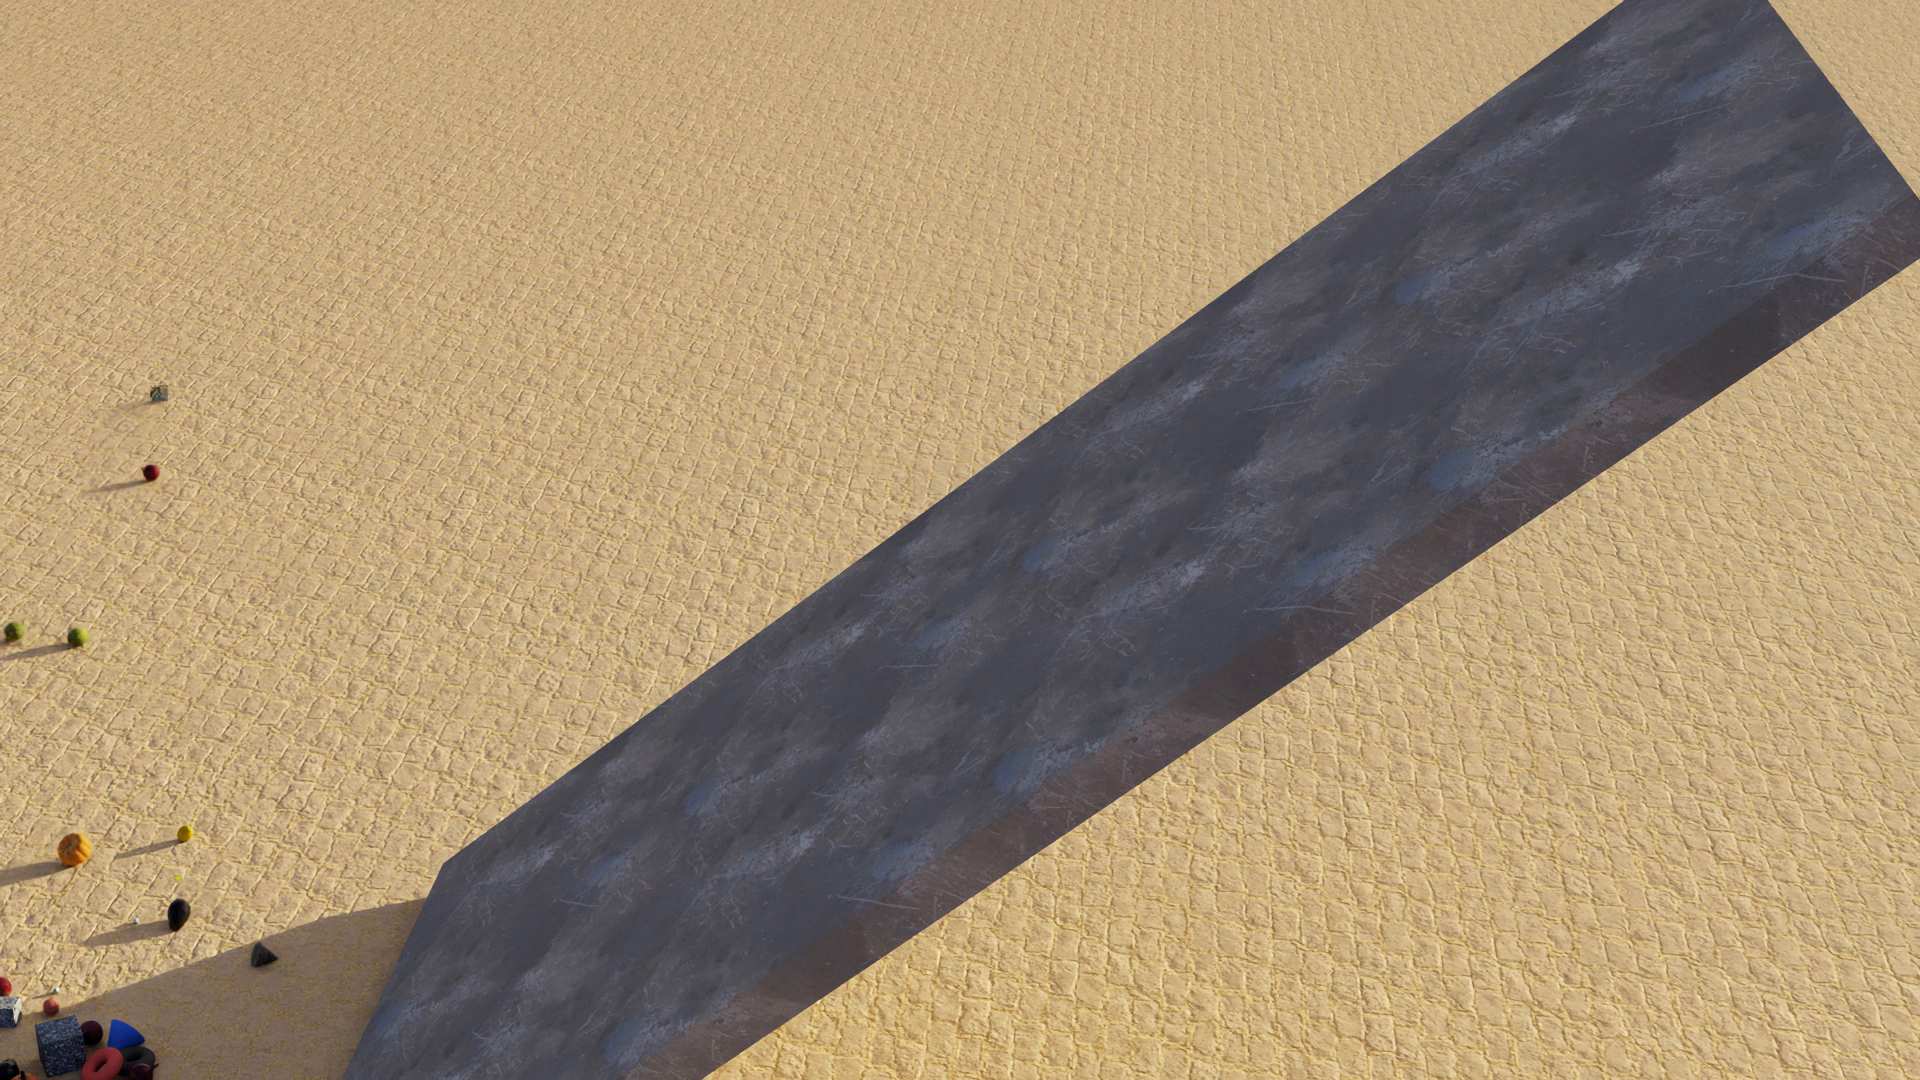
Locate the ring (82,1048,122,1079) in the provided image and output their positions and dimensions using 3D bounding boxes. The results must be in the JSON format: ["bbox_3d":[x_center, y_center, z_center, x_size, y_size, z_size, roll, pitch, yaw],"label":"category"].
[{"bbox_3d":[-2.057,1.264,7.050,0.110,0.037,0.110,-19,37,15],"label":"ring"}]

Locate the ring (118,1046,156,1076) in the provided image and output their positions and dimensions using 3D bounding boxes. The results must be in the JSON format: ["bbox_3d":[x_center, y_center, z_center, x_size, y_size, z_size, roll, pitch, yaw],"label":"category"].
[{"bbox_3d":[-1.997,1.259,7.102,0.106,0.035,0.106,-1,23,0],"label":"ring"}]

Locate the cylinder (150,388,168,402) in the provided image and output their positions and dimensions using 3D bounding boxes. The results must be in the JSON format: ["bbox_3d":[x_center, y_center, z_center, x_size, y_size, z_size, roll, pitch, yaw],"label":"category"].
[{"bbox_3d":[-3.052,-0.555,11.209,0.052,0.052,0.052,-1,24,-3],"label":"cylinder"}]

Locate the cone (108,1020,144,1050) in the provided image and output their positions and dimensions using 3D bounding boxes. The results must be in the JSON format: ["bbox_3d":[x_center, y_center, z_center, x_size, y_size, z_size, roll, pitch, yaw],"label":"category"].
[{"bbox_3d":[-2.050,1.233,7.150,0.096,0.096,0.096,12,53,26],"label":"cone"}]

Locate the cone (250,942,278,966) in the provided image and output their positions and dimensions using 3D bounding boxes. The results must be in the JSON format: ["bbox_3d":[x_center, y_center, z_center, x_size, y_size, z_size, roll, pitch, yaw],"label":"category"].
[{"bbox_3d":[-1.776,1.068,7.544,0.064,0.064,0.064,18,13,-30],"label":"cone"}]

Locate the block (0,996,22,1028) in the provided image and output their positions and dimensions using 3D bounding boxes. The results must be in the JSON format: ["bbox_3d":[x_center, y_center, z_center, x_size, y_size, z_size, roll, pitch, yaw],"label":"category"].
[{"bbox_3d":[-2.360,1.169,7.282,0.055,0.055,0.055,0,24,1],"label":"block"}]

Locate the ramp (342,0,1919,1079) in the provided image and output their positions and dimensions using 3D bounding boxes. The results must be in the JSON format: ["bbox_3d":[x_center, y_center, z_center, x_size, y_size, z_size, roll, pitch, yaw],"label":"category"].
[{"bbox_3d":[0.121,0.185,6.340,4.000,0.100,2.000,-36,16,18],"label":"ramp"}]

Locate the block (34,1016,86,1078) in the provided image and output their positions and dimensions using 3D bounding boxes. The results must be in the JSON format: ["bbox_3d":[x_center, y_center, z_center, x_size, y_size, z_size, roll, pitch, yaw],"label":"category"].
[{"bbox_3d":[-2.171,1.223,7.106,0.096,0.096,0.096,-12,26,-25],"label":"block"}]
